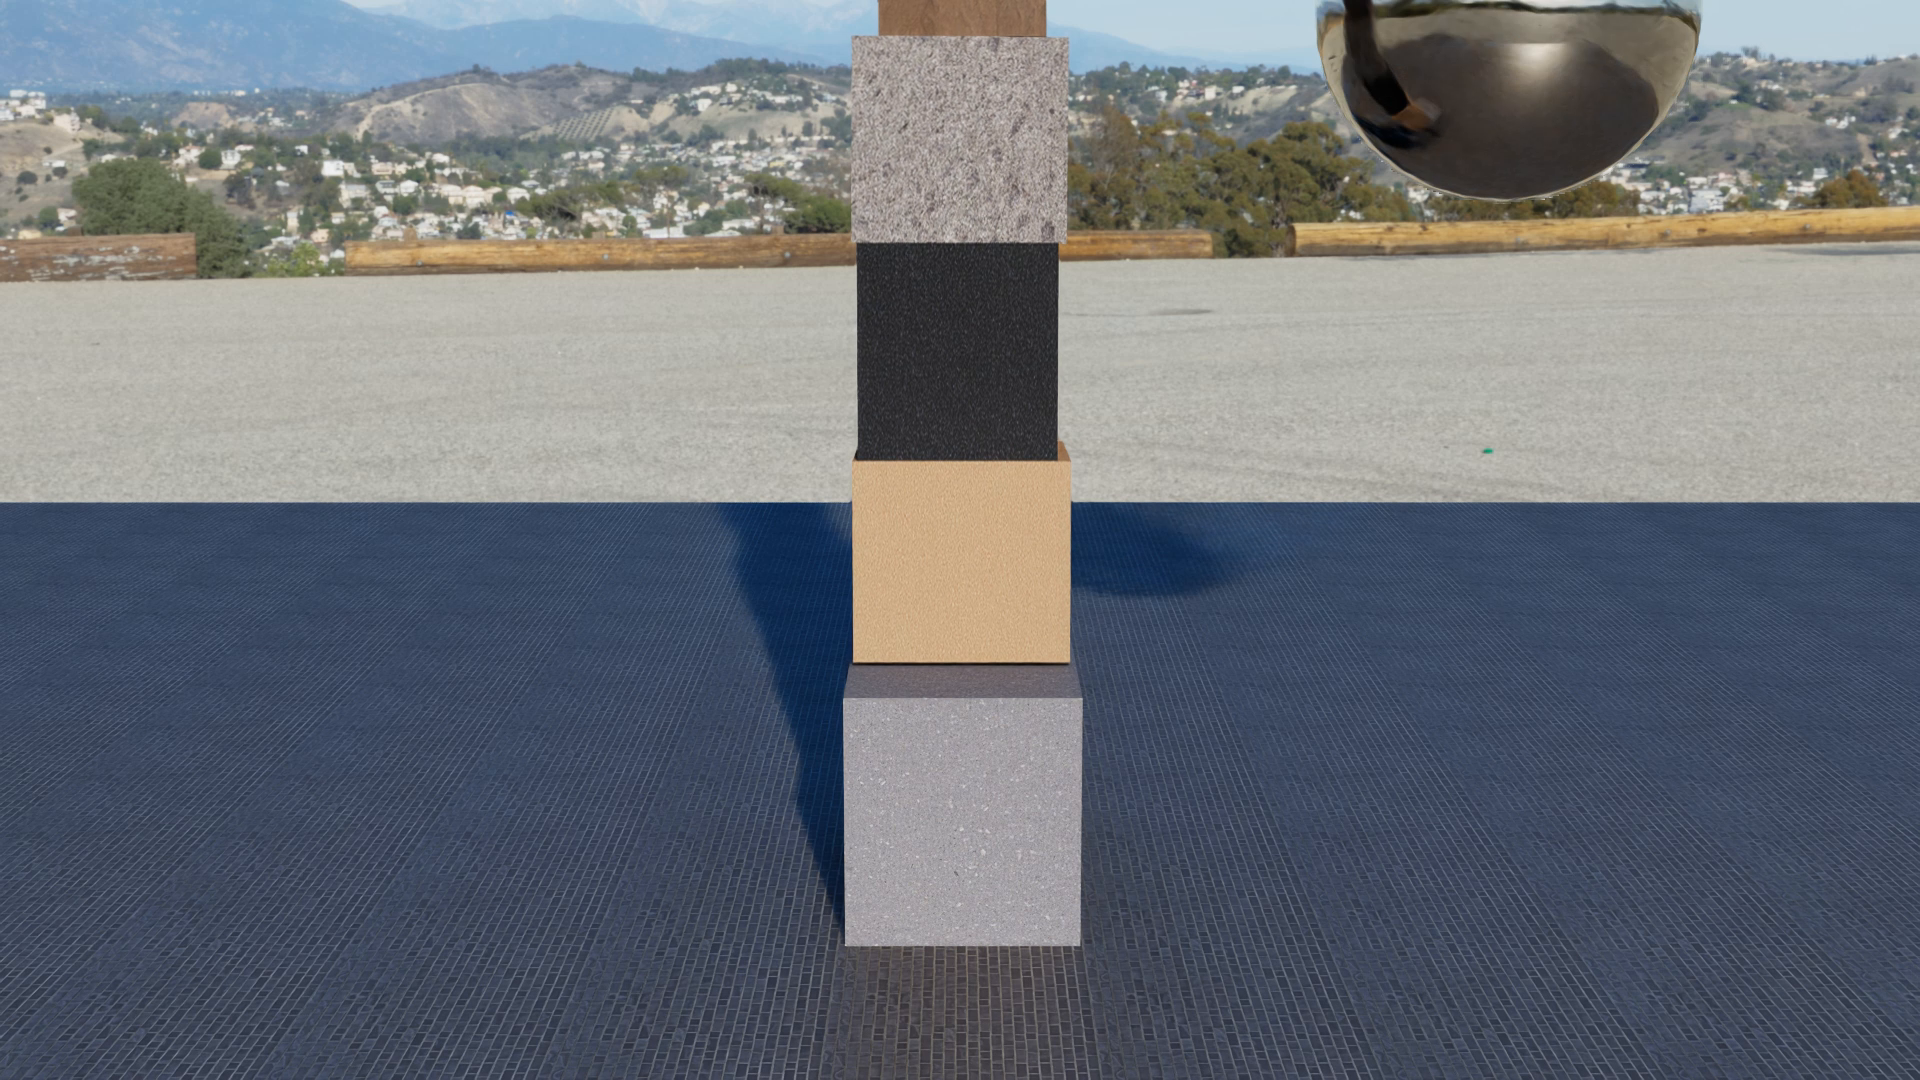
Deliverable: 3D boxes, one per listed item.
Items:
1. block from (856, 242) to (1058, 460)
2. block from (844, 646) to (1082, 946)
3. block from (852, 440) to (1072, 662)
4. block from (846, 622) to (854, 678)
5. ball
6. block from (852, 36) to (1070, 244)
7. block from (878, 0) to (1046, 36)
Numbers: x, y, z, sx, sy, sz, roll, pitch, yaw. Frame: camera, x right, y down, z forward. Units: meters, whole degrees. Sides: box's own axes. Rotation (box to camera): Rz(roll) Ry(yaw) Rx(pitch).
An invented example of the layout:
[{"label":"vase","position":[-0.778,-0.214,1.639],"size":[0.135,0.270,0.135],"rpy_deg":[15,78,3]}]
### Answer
[{"label":"block","position":[-0.010,-0.837,11.091],"size":[0.835,0.906,0.873],"rpy_deg":[0,8,0]},{"label":"block","position":[0.011,1.058,10.843],"size":[0.959,1.039,0.971],"rpy_deg":[0,10,0]},{"label":"block","position":[0.007,0.034,11.207],"size":[0.913,0.850,0.913],"rpy_deg":[0,8,0]},{"label":"block","position":[-0.018,0.912,11.845],"size":[0.970,0.967,1.033],"rpy_deg":[0,10,0]},{"label":"ball","position":[2.295,-2.230,10.775],"size":[1.600,1.600,1.600],"rpy_deg":[0,10,0]},{"label":"block","position":[-0.001,-1.703,10.972],"size":[0.890,0.842,0.849],"rpy_deg":[0,8,0]},{"label":"block","position":[0.009,-2.475,10.867],"size":[0.692,0.717,0.690],"rpy_deg":[0,7,0]}]
